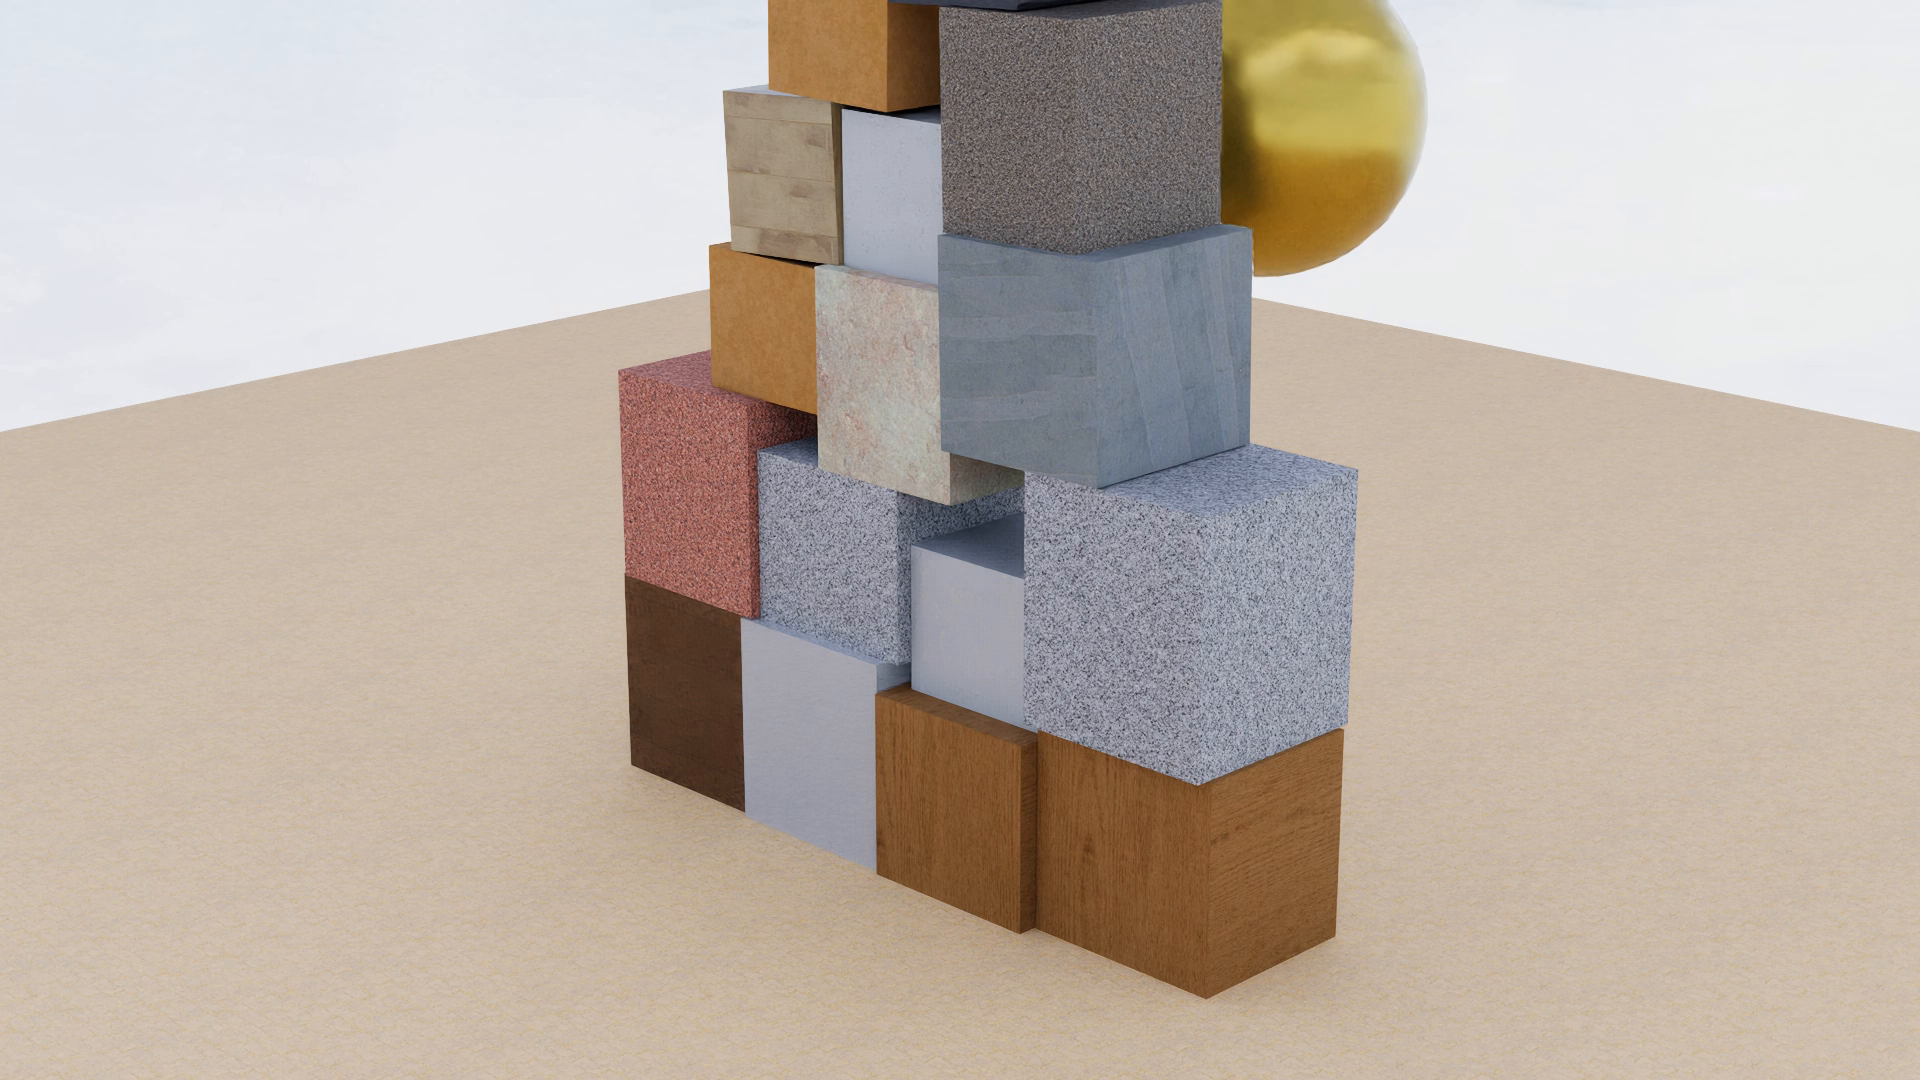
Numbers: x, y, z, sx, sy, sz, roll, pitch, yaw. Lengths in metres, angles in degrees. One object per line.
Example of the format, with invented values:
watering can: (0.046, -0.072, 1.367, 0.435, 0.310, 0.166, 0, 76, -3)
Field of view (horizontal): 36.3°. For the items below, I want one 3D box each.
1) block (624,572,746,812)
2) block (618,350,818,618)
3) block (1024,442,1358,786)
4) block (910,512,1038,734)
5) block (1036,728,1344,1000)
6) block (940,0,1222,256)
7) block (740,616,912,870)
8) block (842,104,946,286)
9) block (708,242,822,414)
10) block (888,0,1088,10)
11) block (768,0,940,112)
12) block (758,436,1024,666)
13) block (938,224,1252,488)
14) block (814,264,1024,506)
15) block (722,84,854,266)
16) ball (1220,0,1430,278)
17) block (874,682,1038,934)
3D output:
block: (-1.008, 0.644, 14.601, 0.925, 1.016, 0.901, -17, 24, -42)
block: (-0.979, -0.324, 14.255, 0.943, 1.037, 0.938, -17, 24, -42)
block: (0.968, 0.248, 12.427, 0.988, 1.139, 0.984, -17, 24, -42)
block: (0.321, 0.357, 13.126, 0.717, 0.684, 0.809, -17, 24, -42)
block: (0.989, 1.260, 12.720, 0.870, 0.968, 0.981, -17, 24, -42)
block: (0.509, -1.770, 12.271, 0.903, 0.942, 0.762, -17, 23, -42)
block: (-0.355, 0.843, 13.977, 0.988, 1.010, 0.929, -17, 24, -42)
block: (-0.012, -1.548, 12.894, 0.727, 0.697, 0.697, 16, 24, 43)
block: (-0.626, -1.036, 13.670, 0.805, 0.673, 0.725, 17, 24, 42)
block: (0.229, -2.648, 12.260, 0.778, 0.753, 0.751, -17, 21, -42)
block: (-0.297, -2.315, 12.932, 0.792, 0.670, 0.762, -17, 25, -42)
block: (-0.309, -0.015, 13.654, 0.849, 0.821, 0.931, -17, 24, -42)
block: (0.576, -0.847, 12.456, 0.973, 0.935, 0.904, -17, 23, -42)
block: (-0.023, -0.776, 13.150, 0.845, 0.931, 0.906, 16, 24, 43)
block: (-0.562, -1.701, 13.379, 0.695, 0.732, 0.727, -17, 21, -42)
ball: (1.467, -2.073, 14.228, 1.600, 1.600, 1.600, 0, 17, 0)
block: (0.313, 1.098, 13.379, 1.058, 0.882, 0.912, -17, 24, -42)
